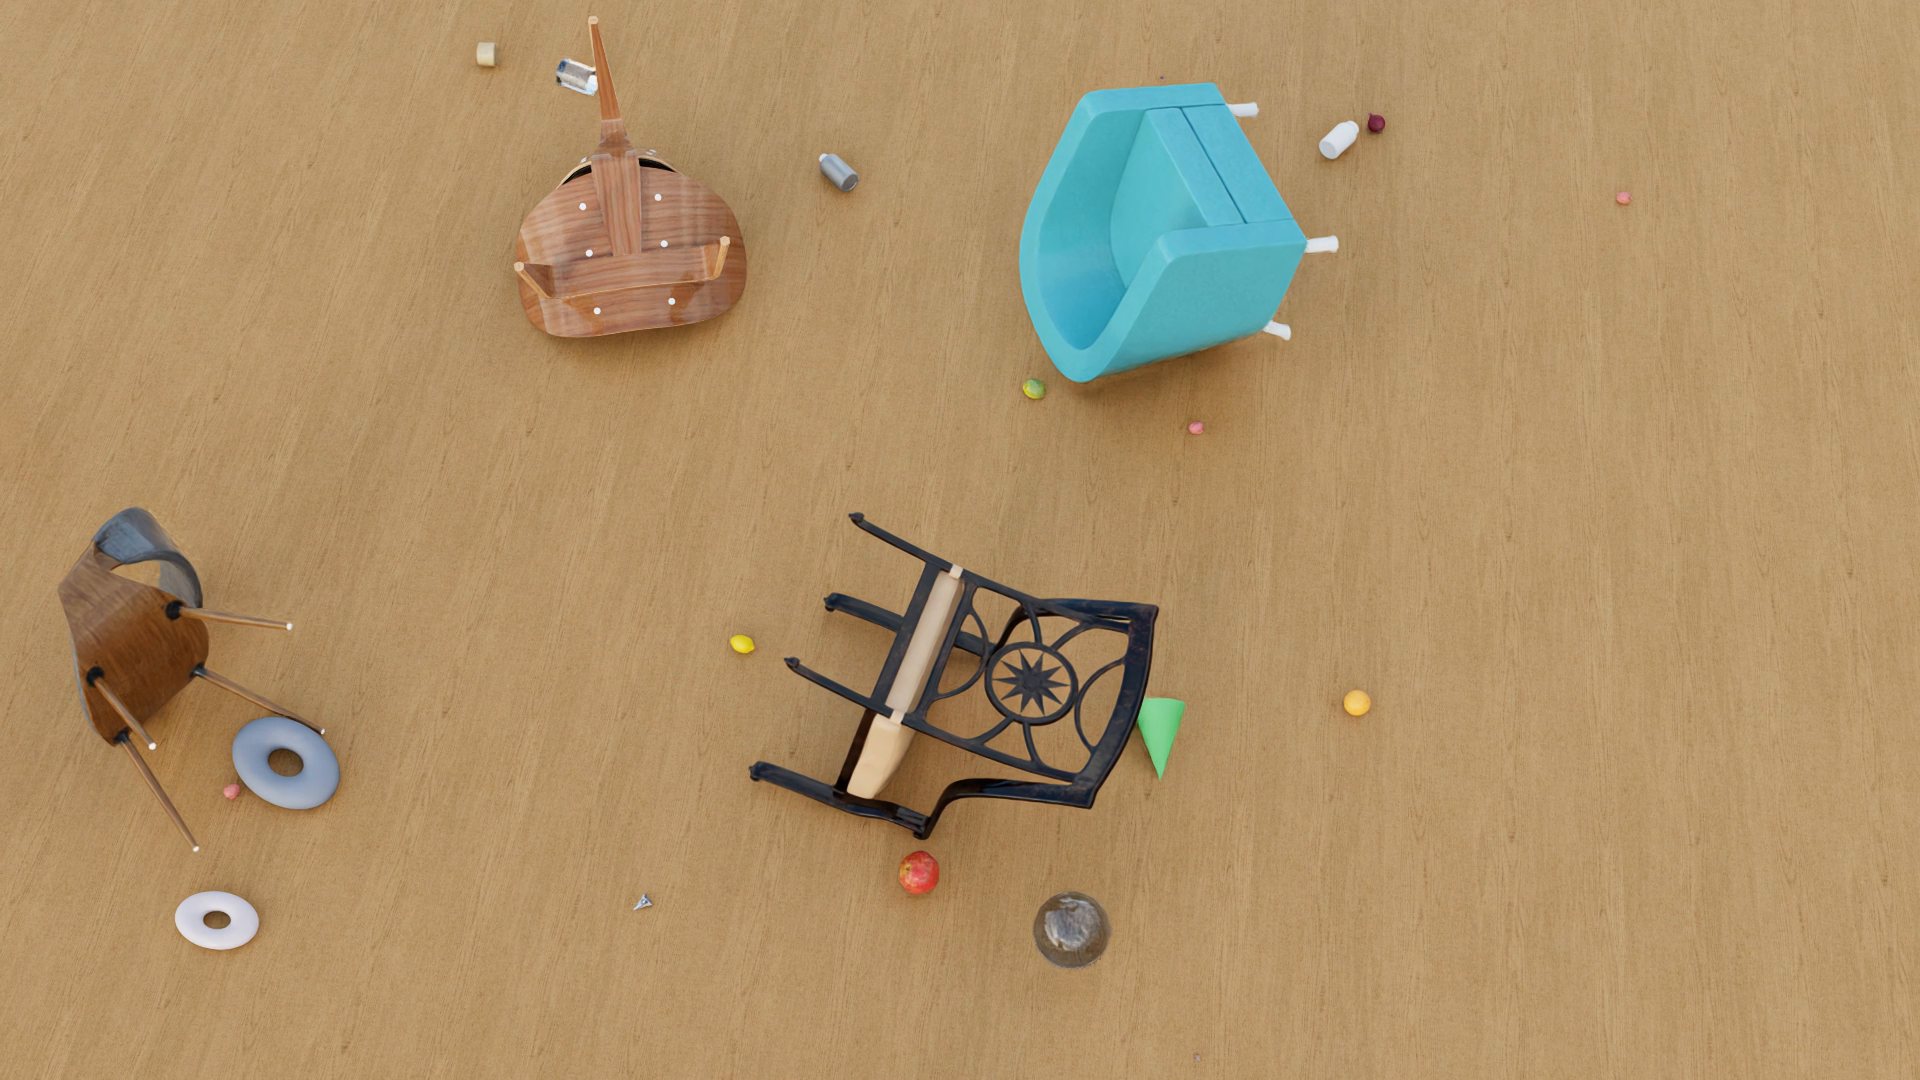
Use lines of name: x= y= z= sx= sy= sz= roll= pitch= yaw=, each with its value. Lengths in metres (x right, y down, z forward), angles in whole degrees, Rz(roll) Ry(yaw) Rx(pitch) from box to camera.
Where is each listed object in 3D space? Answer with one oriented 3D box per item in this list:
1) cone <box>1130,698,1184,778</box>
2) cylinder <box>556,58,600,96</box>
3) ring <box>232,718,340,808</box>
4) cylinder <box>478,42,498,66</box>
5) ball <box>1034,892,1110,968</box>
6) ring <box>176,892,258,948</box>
cone: x=0.556 y=0.565 z=6.154 sx=0.175 sy=0.125 sz=0.222 roll=11 pitch=71 yaw=-35
cylinder: x=-1.320 y=-1.600 z=7.595 sx=0.124 sy=0.093 sz=0.080 roll=23 pitch=14 yaw=15
ring: x=-1.875 y=0.619 z=6.115 sx=0.350 sy=0.073 sz=0.233 roll=32 pitch=63 yaw=19
cylinder: x=-1.646 y=-1.692 z=7.666 sx=0.058 sy=0.067 sz=0.078 roll=4 pitch=96 yaw=3
ball: x=0.294 y=1.022 z=5.767 sx=0.201 sy=0.201 sz=0.201 roll=0 pitch=56 yaw=0
ring: x=-1.982 y=1.014 z=5.867 sx=0.233 sy=0.044 sz=0.158 roll=13 pitch=58 yaw=9
